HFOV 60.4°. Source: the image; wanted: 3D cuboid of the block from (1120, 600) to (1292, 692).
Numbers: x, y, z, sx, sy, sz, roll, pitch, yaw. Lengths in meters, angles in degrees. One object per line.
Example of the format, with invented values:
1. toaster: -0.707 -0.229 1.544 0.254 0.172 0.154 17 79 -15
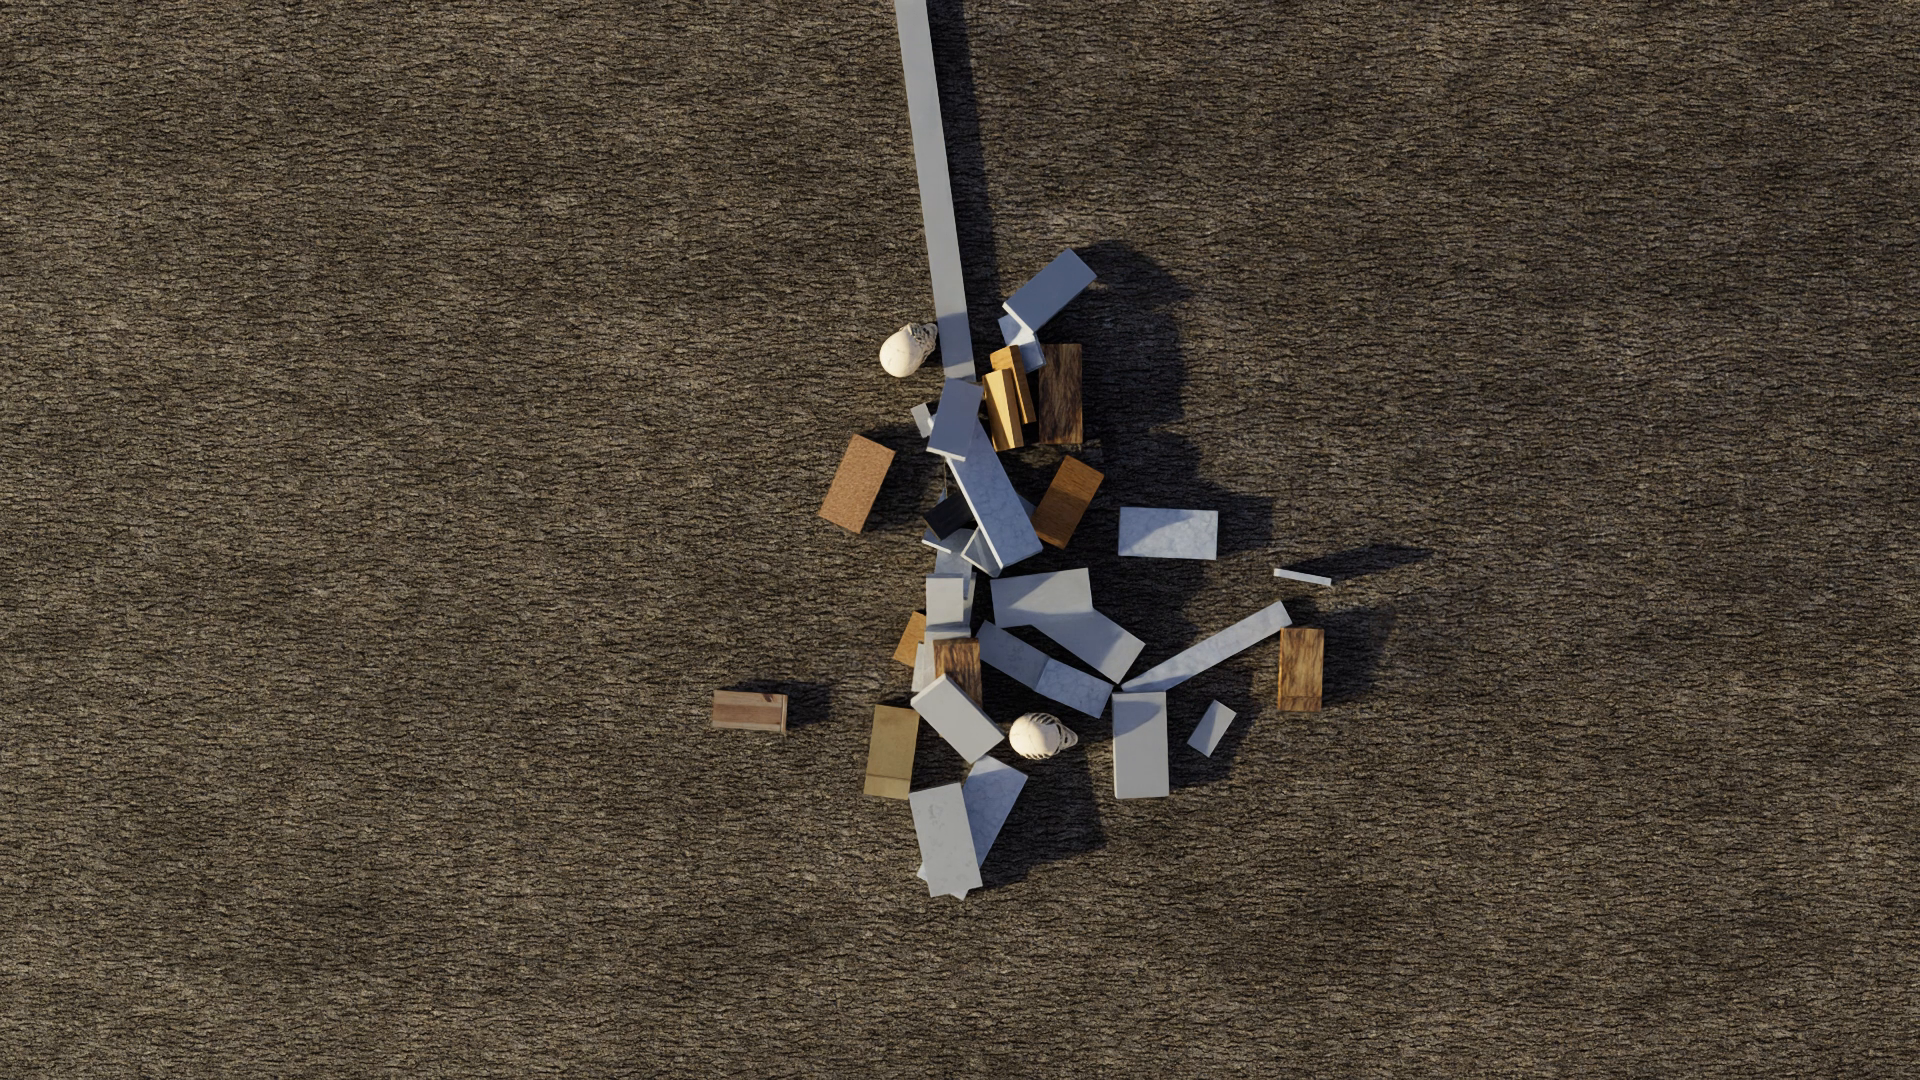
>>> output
1. block: 0.819 0.380 5.488 0.602 0.024 0.086 -28 90 0

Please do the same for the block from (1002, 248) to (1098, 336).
1. block: 0.297 -0.819 5.435 0.301 0.039 0.137 -42 85 -16

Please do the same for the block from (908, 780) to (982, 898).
1. block: -0.048 0.982 5.426 0.174 0.049 0.348 -12 90 0

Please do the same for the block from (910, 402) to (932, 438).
1. block: -0.120 -0.398 5.492 0.053 0.015 0.106 -23 90 0

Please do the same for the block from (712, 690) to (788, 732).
1. block: -0.697 0.566 5.483 0.243 0.034 0.121 4 90 0

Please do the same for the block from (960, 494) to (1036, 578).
1. block: 0.131 -0.027 5.435 0.137 0.039 0.274 34 76 -12

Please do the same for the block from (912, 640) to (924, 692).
1. block: -0.107 0.422 5.461 0.086 0.024 0.172 8 108 -2

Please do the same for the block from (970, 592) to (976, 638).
1. block: 0.001 0.252 5.488 0.086 0.024 0.172 6 90 0

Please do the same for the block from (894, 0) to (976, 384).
1. block: -0.092 -1.237 5.485 0.103 0.029 1.452 -8 90 0

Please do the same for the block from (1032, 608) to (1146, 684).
1. block: 0.410 0.302 5.477 0.384 0.046 0.162 34 90 0

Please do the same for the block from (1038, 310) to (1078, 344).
1. block: 0.295 -0.732 5.485 0.103 0.029 0.205 -30 90 0

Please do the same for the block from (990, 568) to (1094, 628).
1. block: 0.269 0.191 5.431 0.323 0.046 0.162 -7 90 0

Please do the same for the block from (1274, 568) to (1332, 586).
1. block: 1.133 0.123 5.457 0.173 0.086 0.024 10 90 0

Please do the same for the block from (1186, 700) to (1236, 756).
1. block: 0.836 0.625 5.488 0.086 0.024 0.173 32 90 0

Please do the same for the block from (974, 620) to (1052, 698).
1. block: 0.191 0.395 5.483 0.319 0.034 0.122 30 90 0

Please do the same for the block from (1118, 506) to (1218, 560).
1. block: 0.689 -0.022 5.477 0.323 0.046 0.162 3 90 0

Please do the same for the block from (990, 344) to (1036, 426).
1. block: 0.174 -0.503 5.435 0.037 0.129 0.258 -14 90 -29

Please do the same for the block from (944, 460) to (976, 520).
1. block: 0.004 -0.163 5.452 0.101 0.029 0.203 -2 75 -9

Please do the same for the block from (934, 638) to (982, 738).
1. block: -0.004 0.483 5.399 0.148 0.042 0.337 -4 113 -1

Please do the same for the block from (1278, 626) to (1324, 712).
1. block: 1.130 0.428 5.468 0.137 0.039 0.274 1 94 -3

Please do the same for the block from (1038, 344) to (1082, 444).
1. block: 0.331 -0.481 5.444 0.141 0.040 0.328 0 88 0

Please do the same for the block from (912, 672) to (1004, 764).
1. block: -0.007 0.585 5.396 0.148 0.042 0.296 -39 109 13

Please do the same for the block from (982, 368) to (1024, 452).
1. block: 0.140 -0.426 5.435 0.037 0.129 0.258 -10 90 -30

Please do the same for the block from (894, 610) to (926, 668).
1. block: -0.149 0.331 5.488 0.086 0.024 0.172 24 90 0

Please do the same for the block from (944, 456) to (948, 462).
1. block: -0.001 -0.287 5.465 0.053 0.015 0.106 40 62 8

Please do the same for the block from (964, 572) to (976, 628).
1. block: -0.020 0.217 5.459 0.119 0.034 0.238 8 90 0

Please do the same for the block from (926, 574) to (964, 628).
1. block: -0.049 0.221 5.372 0.119 0.034 0.238 0 117 0

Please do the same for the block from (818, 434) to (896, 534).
1. block: -0.341 -0.187 5.479 0.149 0.042 0.299 24 90 0

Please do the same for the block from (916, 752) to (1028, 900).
1. block: 0.041 0.946 5.475 0.174 0.049 0.463 28 90 0

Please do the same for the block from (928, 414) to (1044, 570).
1. block: 0.082 -0.183 5.402 0.149 0.042 0.557 -23 77 -15

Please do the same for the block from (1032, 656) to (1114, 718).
1. block: 0.374 0.488 5.457 0.243 0.034 0.122 24 90 -13

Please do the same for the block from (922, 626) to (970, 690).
1. block: -0.048 0.427 5.420 0.148 0.042 0.296 2 112 -3

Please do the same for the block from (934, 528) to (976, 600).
1. block: -0.019 0.075 5.433 0.119 0.034 0.239 8 67 0

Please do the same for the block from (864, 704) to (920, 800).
1. block: -0.225 0.702 5.479 0.149 0.042 0.299 8 90 0

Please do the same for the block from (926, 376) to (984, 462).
1. block: -0.015 -0.397 5.413 0.129 0.037 0.258 16 71 -4

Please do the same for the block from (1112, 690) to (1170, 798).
1. block: 0.596 0.675 5.459 0.174 0.049 0.348 -3 94 -3

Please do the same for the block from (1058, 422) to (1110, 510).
1. block: 0.407 -0.239 5.480 0.141 0.040 0.283 -9 90 0

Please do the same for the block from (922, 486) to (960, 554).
1. block: -0.043 -0.066 5.450 0.101 0.029 0.203 22 69 0

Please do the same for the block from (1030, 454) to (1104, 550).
1. block: 0.345 -0.123 5.431 0.141 0.040 0.283 29 86 0

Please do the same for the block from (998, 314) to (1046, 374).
1. block: 0.205 -0.654 5.444 0.103 0.029 0.205 -24 77 26

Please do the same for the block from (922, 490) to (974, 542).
1. block: -0.015 -0.092 5.400 0.203 0.029 0.101 -35 81 -15
